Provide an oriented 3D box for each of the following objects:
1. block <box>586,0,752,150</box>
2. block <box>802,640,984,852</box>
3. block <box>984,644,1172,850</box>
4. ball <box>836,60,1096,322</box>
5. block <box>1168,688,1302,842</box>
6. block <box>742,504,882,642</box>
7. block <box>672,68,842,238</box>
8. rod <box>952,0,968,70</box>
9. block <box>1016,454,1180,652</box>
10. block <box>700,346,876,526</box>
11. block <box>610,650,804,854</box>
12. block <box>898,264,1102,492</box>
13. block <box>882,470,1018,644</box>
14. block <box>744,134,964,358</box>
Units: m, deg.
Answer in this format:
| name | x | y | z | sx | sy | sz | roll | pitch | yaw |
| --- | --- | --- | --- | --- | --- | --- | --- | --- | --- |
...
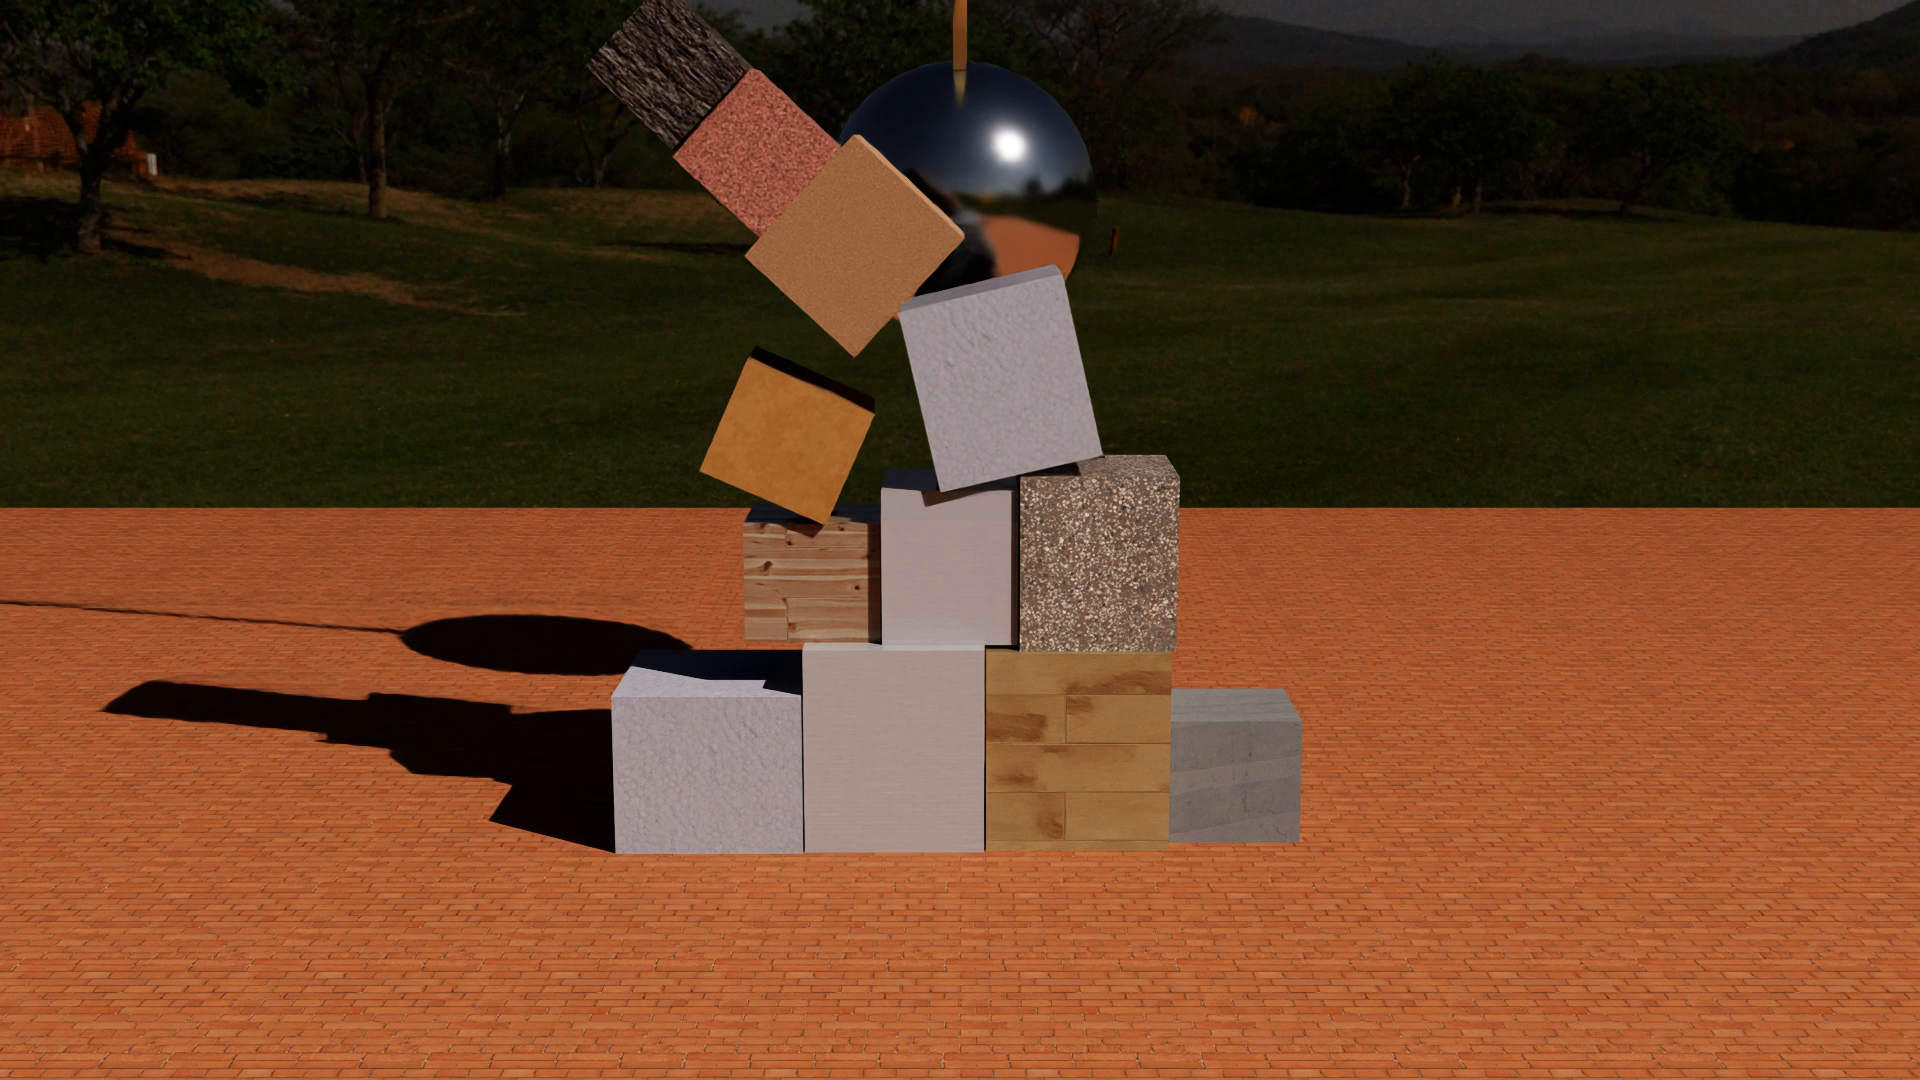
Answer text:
| name | x | y | z | sx | sy | sz | roll | pitch | yaw |
| --- | --- | --- | --- | --- | --- | --- | --- | --- | --- |
| block | -1.398 | -2.301 | 10.758 | 0.568 | 0.529 | 0.592 | 44 | 7 | -7 |
| block | -0.327 | 0.965 | 11.364 | 0.894 | 1.035 | 0.963 | 0 | 10 | 0 |
| block | 0.587 | 0.981 | 11.347 | 0.915 | 1.010 | 0.866 | 0 | 10 | 0 |
| ball | 0.000 | -2.002 | 12.925 | 1.600 | 1.600 | 1.600 | 0 | 10 | 0 |
| block | 1.386 | 1.161 | 11.410 | 0.663 | 0.633 | 0.671 | 0 | 10 | 0 |
| block | -0.734 | 0.162 | 11.208 | 0.676 | 0.602 | 0.600 | 0 | 10 | 0 |
| block | -0.982 | -1.904 | 10.835 | 0.574 | 0.572 | 0.518 | 42 | 8 | -7 |
| rod | 0.000 | -4.930 | 11.198 | 0.080 | 5.200 | 0.080 | 0 | 31 | 0 |
| block | 0.684 | 0.053 | 11.183 | 0.777 | 0.873 | 0.758 | 0 | 10 | 0 |
| block | -0.856 | -0.536 | 11.083 | 0.673 | 0.595 | 0.715 | 23 | 9 | -6 |
| block | -1.251 | 1.076 | 11.396 | 0.934 | 0.805 | 1.016 | 0 | 10 | 0 |
| block | 0.198 | -0.829 | 11.049 | 0.810 | 0.901 | 0.857 | -13 | 10 | 2 |
| block | -0.050 | 0.075 | 11.205 | 0.673 | 0.774 | 0.730 | 0 | 10 | 0 |
| block | -0.507 | -1.474 | 10.927 | 0.719 | 0.780 | 0.813 | 42 | 8 | -7 |
